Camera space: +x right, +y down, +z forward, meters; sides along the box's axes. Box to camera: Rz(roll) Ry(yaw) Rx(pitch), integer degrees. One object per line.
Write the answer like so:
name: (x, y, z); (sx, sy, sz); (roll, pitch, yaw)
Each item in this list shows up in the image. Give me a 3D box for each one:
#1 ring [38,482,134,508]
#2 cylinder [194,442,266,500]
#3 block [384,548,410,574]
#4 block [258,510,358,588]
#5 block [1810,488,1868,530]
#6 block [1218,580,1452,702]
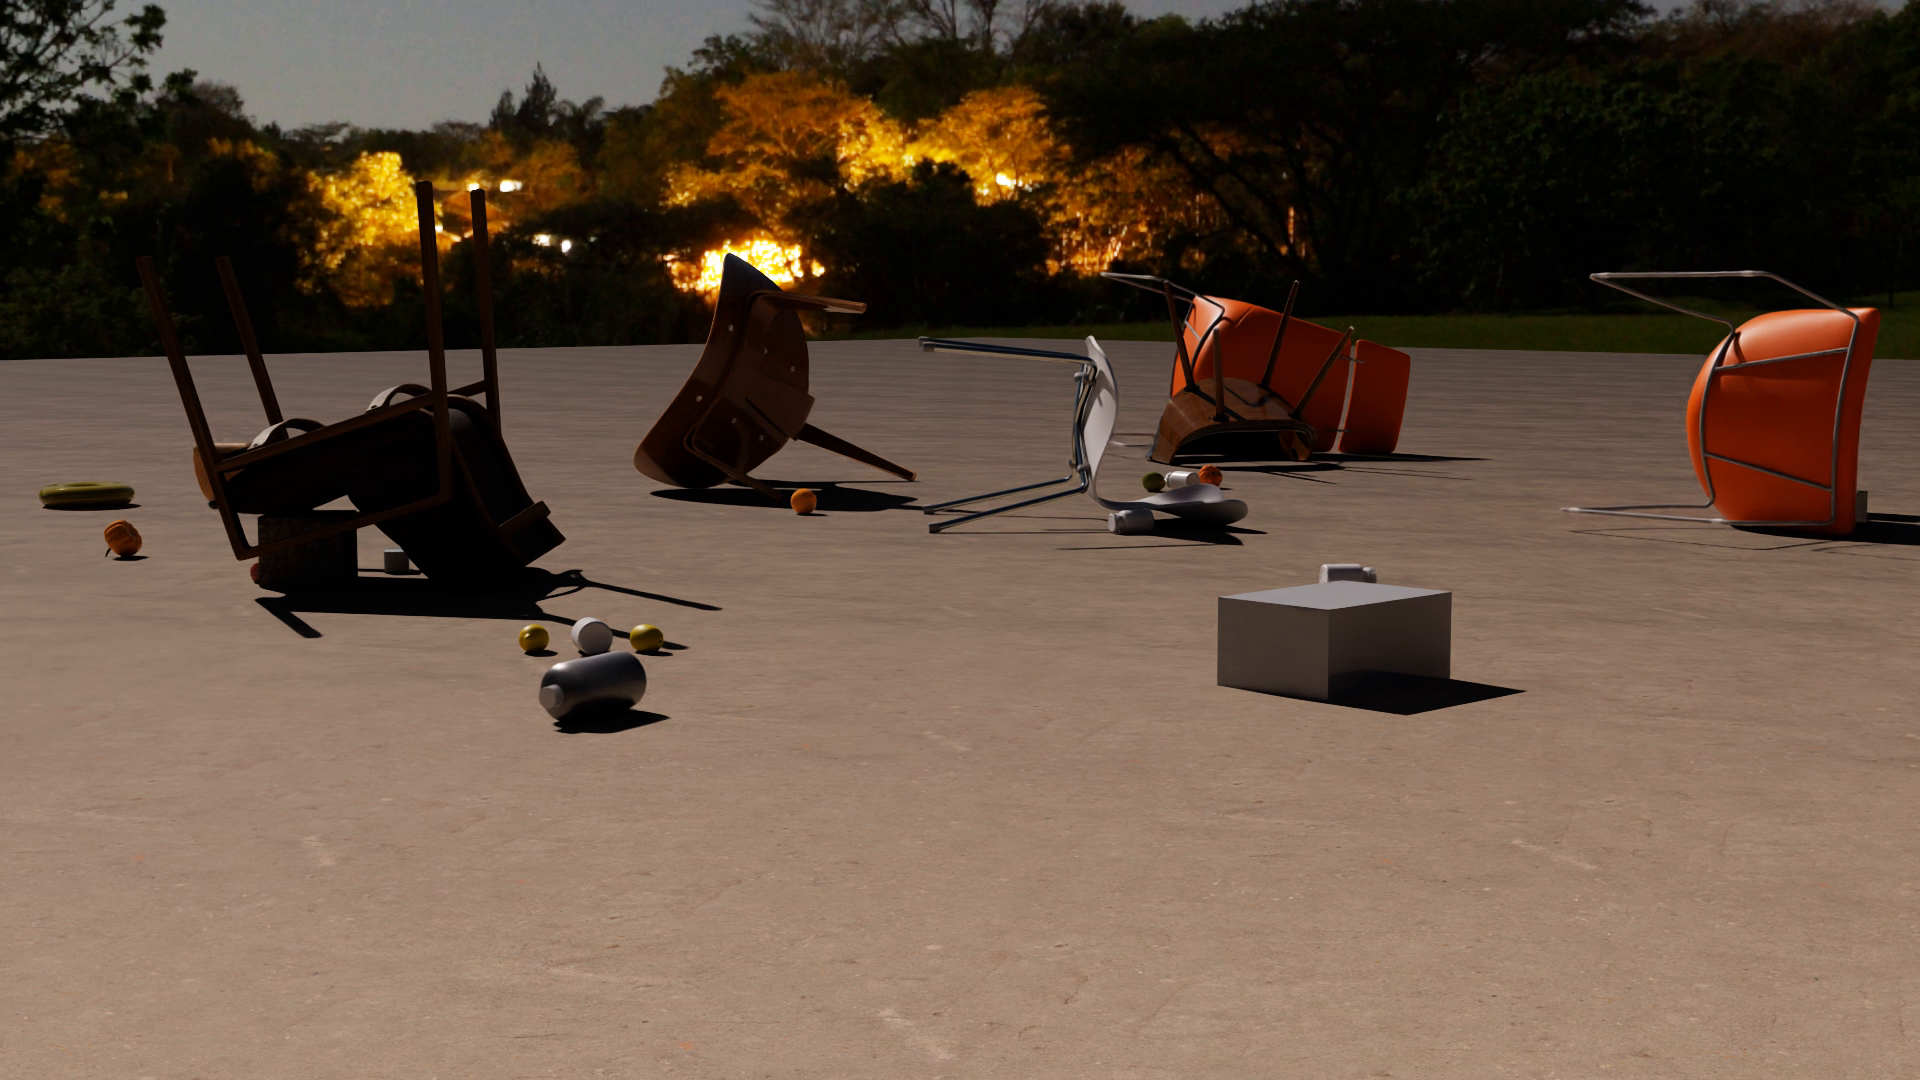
ring: (-2.505, -0.129, 7.363); (0.272, 0.063, 0.257); (3, 7, 30)
cylinder: (-2.122, -0.198, 7.459); (0.144, 0.128, 0.252); (0, -29, 0)
block: (-1.257, 0.046, 5.734); (0.054, 0.048, 0.080); (-1, 6, -10)
block: (-1.400, 0.018, 5.513); (0.177, 0.149, 0.176); (0, 6, -4)
block: (2.298, -0.079, 6.708); (0.110, 0.097, 0.101); (-6, 8, -45)
block: (0.609, 0.159, 4.164); (0.326, 0.144, 0.223); (-6, 8, -44)
